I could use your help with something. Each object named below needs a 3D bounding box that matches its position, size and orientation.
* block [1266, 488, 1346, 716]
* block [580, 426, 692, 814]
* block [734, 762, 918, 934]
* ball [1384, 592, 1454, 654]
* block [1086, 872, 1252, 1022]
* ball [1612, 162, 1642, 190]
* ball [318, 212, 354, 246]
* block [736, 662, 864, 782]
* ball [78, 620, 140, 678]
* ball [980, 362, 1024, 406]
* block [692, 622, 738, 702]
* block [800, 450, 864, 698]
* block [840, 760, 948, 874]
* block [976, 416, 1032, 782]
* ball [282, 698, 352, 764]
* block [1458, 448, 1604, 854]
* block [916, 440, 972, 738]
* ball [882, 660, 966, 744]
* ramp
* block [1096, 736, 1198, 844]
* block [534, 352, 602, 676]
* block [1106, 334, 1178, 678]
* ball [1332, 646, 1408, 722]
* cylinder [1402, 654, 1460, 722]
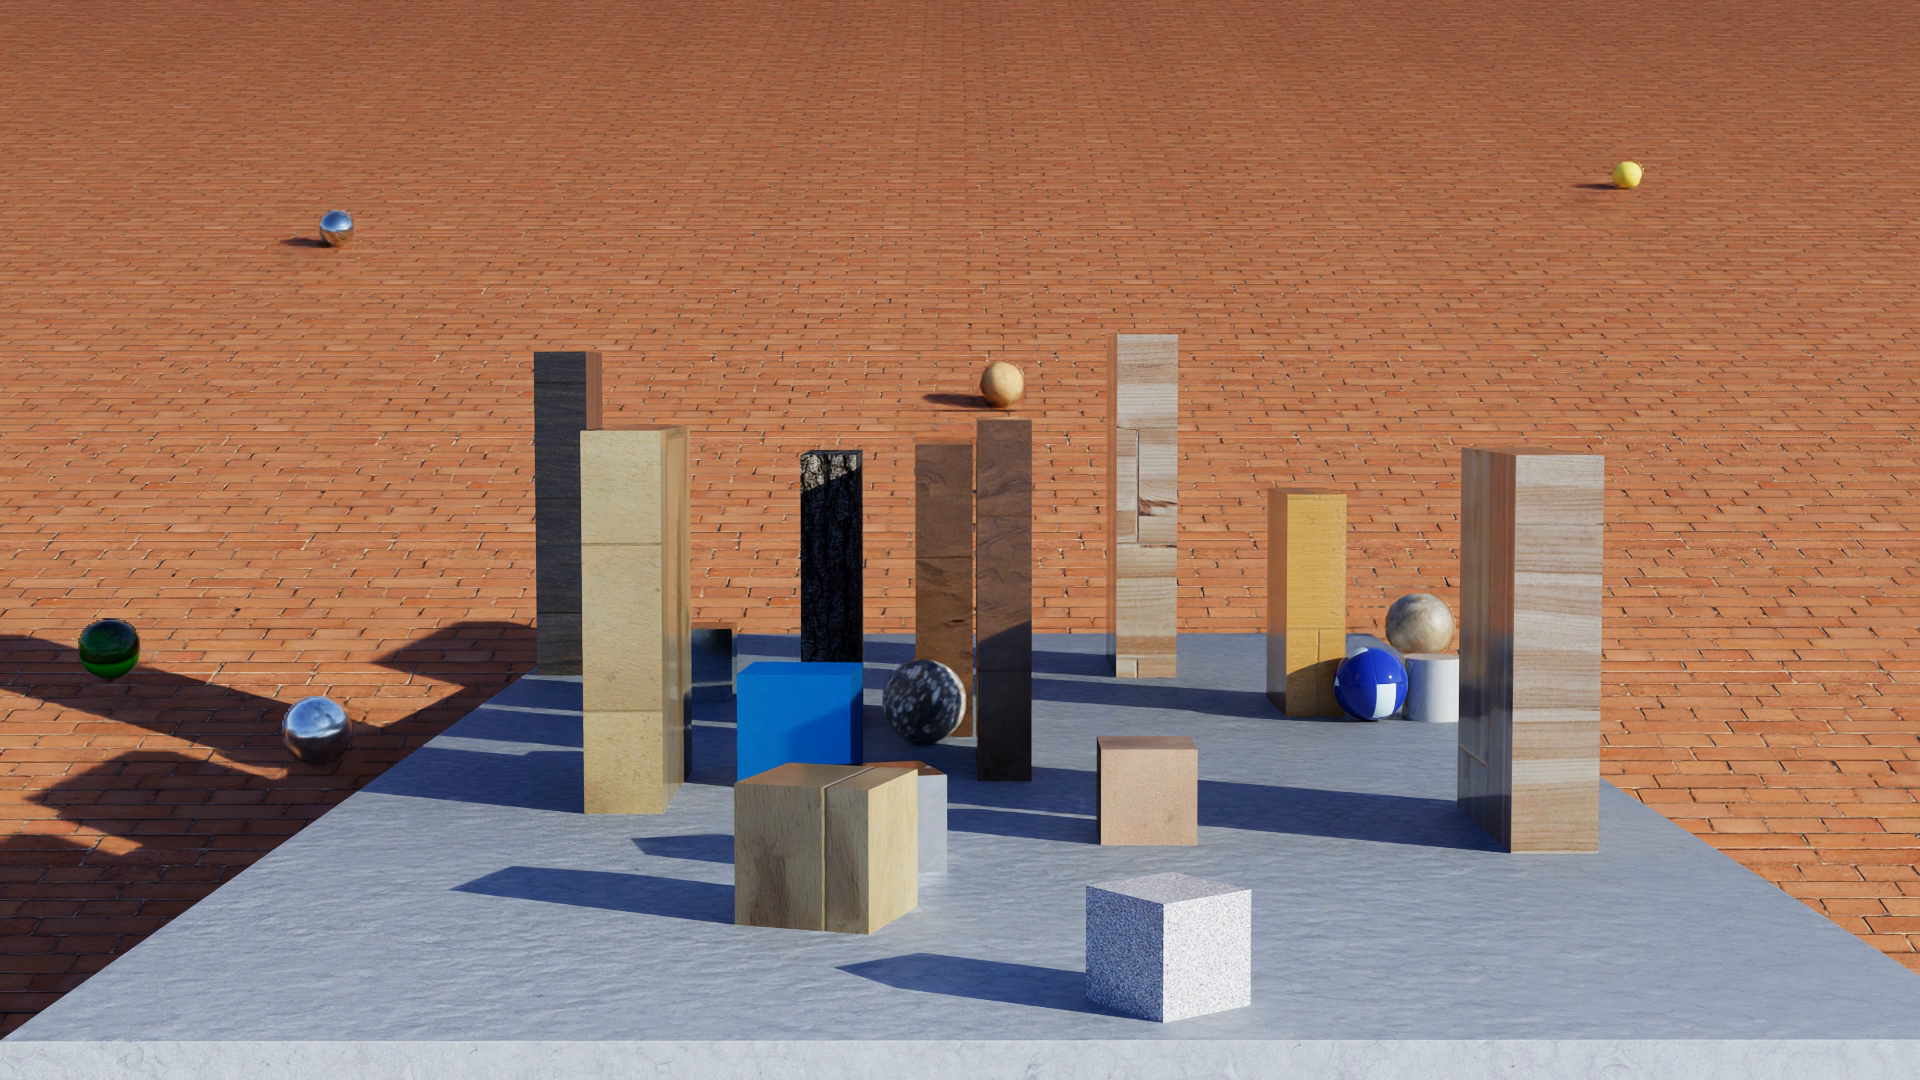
[{"bbox_3d":[0.683,0.116,5.079,0.113,0.428,0.312,0,4,0],"label":"block"},{"bbox_3d":[-0.505,0.110,4.041,0.118,0.574,0.424,0,4,0],"label":"block"},{"bbox_3d":[-0.161,0.371,3.119,0.171,0.171,0.171,1,4,19],"label":"block"},{"bbox_3d":[1.156,0.218,6.468,0.171,0.171,0.171,0,20,0],"label":"ball"},{"bbox_3d":[0.218,0.424,2.686,0.122,0.122,0.122,-3,5,-37],"label":"block"},{"bbox_3d":[3.145,-1.720,12.101,0.130,0.130,0.130,0,20,0],"label":"ball"},{"bbox_3d":[-2.668,-1.332,10.985,0.148,0.148,0.148,0,20,0],"label":"ball"},{"bbox_3d":[-0.258,0.299,4.171,0.181,0.181,0.181,0,4,4],"label":"block"},{"bbox_3d":[-2.148,0.276,6.485,0.149,0.149,0.149,0,20,0],"label":"ball"},{"bbox_3d":[0.142,-0.531,8.745,0.149,0.149,0.149,0,20,0],"label":"ball"},{"bbox_3d":[-0.533,0.247,5.235,0.147,0.147,0.147,0,4,-1],"label":"block"},{"bbox_3d":[-0.246,0.084,4.969,0.104,0.507,0.347,0,4,0],"label":"block"},{"bbox_3d":[-0.098,0.372,3.439,0.129,0.129,0.129,-1,4,-17],"label":"block"},{"bbox_3d":[0.072,0.088,4.304,0.087,0.584,0.338,0,4,0],"label":"block"},{"bbox_3d":[-1.501,0.446,5.998,0.156,0.156,0.156,0,20,0],"label":"ball"},{"bbox_3d":[0.816,0.145,3.696,0.120,0.547,0.378,0,4,0],"label":"block"},{"bbox_3d":[-0.029,0.082,4.818,0.104,0.531,0.347,0,4,0],"label":"block"},{"bbox_3d":[-0.063,0.288,4.582,0.150,0.150,0.150,0,20,0],"label":"ball"},{"bbox_3d":[0.046,0.416,4.535,2.000,0.100,4.000,0,4,0],"label":"ramp"},{"bbox_3d":[0.265,0.355,3.654,0.134,0.134,0.134,0,4,0],"label":"block"},{"bbox_3d":[-0.870,-0.065,5.728,0.114,0.707,0.258,0,4,0],"label":"block"},{"bbox_3d":[0.404,-0.084,5.745,0.130,0.743,0.382,0,4,0],"label":"block"},{"bbox_3d":[0.779,0.273,4.874,0.142,0.142,0.142,0,20,0],"label":"ball"},{"bbox_3d":[0.905,0.282,4.908,0.118,0.118,0.118,0,4,0],"label":"cylinder"}]
